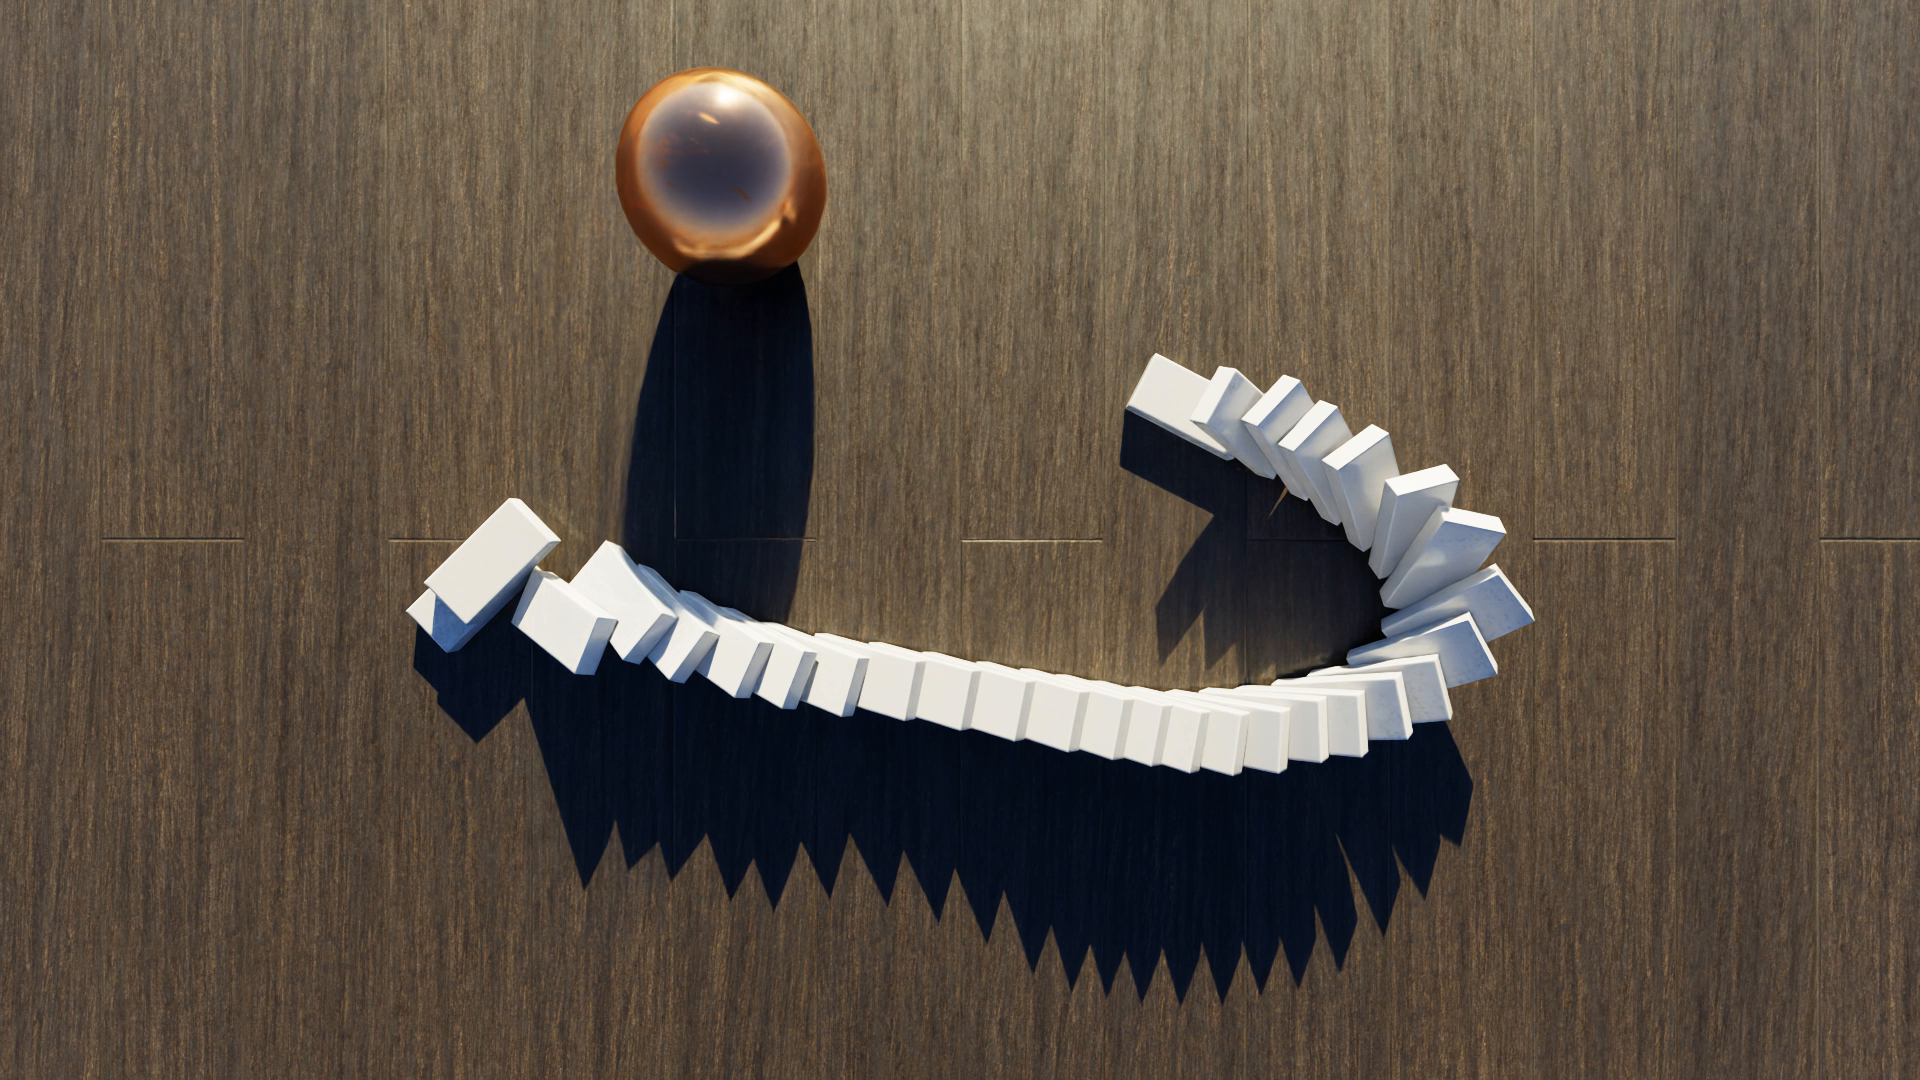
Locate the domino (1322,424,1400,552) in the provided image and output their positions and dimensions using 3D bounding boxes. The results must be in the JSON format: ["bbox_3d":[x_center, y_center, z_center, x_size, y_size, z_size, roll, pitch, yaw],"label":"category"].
[{"bbox_3d":[0.170,-0.021,0.381,0.025,0.010,0.050,-35,126,0],"label":"domino"}]

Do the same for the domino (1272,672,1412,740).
[{"bbox_3d":[0.158,0.070,0.381,0.050,0.009,0.025,-11,91,38],"label":"domino"}]

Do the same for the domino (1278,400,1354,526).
[{"bbox_3d":[0.154,-0.031,0.382,0.025,0.009,0.050,-45,124,0],"label":"domino"}]

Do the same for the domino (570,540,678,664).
[{"bbox_3d":[-0.141,0.026,0.383,0.025,0.010,0.050,-49,60,2],"label":"domino"}]

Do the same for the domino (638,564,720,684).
[{"bbox_3d":[-0.125,0.034,0.384,0.050,0.010,0.025,37,90,29],"label":"domino"}]

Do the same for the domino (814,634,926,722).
[{"bbox_3d":[-0.040,0.057,0.385,0.050,0.009,0.025,11,90,26],"label":"domino"}]

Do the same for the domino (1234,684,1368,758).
[{"bbox_3d":[0.141,0.075,0.381,0.050,0.010,0.025,-4,90,38],"label":"domino"}]

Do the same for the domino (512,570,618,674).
[{"bbox_3d":[-0.166,0.034,0.382,0.050,0.009,0.025,25,94,32],"label":"domino"}]

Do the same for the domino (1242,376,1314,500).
[{"bbox_3d":[0.140,-0.042,0.382,0.025,0.010,0.050,-46,124,0],"label":"domino"}]

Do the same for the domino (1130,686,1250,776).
[{"bbox_3d":[0.093,0.079,0.381,0.050,0.009,0.025,8,91,38],"label":"domino"}]

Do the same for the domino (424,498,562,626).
[{"bbox_3d":[-0.196,0.009,0.386,0.050,0.009,0.025,-45,90,0],"label":"domino"}]

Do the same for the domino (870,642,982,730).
[{"bbox_3d":[-0.017,0.061,0.384,0.050,0.010,0.025,11,90,27],"label":"domino"}]

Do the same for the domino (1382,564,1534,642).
[{"bbox_3d":[0.206,0.033,0.381,0.050,0.010,0.025,-37,97,33],"label":"domino"}]

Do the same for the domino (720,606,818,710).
[{"bbox_3d":[-0.085,0.049,0.383,0.050,0.010,0.025,22,91,30],"label":"domino"}]

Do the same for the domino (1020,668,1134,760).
[{"bbox_3d":[0.046,0.072,0.381,0.050,0.010,0.025,11,90,38],"label":"domino"}]

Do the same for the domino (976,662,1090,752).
[{"bbox_3d":[0.028,0.069,0.382,0.050,0.010,0.025,11,90,35],"label":"domino"}]

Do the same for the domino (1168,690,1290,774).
[{"bbox_3d":[0.110,0.079,0.381,0.050,0.010,0.025,4,92,38],"label":"domino"}]

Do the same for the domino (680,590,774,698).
[{"bbox_3d":[-0.103,0.043,0.383,0.050,0.009,0.025,26,93,29],"label":"domino"}]

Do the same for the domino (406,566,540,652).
[{"bbox_3d":[-0.210,0.022,0.395,0.050,0.009,0.025,-44,90,0],"label":"domino"}]

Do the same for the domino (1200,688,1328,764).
[{"bbox_3d":[0.125,0.076,0.381,0.050,0.009,0.025,-2,90,38],"label":"domino"}]

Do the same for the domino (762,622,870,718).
[{"bbox_3d":[-0.064,0.054,0.385,0.050,0.010,0.025,16,90,25],"label":"domino"}]

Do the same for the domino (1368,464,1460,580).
[{"bbox_3d":[0.187,-0.007,0.379,0.025,0.009,0.050,-15,135,0],"label":"domino"}]

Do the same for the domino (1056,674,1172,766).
[{"bbox_3d":[0.061,0.074,0.381,0.050,0.010,0.025,11,90,38],"label":"domino"}]

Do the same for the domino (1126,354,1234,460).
[{"bbox_3d":[0.100,-0.057,0.395,0.050,0.010,0.025,27,90,0],"label":"domino"}]

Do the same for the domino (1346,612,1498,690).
[{"bbox_3d":[0.192,0.051,0.382,0.050,0.010,0.025,-27,92,34],"label":"domino"}]

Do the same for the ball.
[{"bbox_3d":[-0.093,-0.141,0.360,0.080,0.080,0.080,0,90,0],"label":"ball"}]

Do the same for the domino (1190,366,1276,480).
[{"bbox_3d":[0.120,-0.048,0.382,0.050,0.009,0.025,29,90,-33],"label":"domino"}]

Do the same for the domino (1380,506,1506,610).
[{"bbox_3d":[0.199,0.010,0.379,0.025,0.010,0.050,12,132,-2],"label":"domino"}]

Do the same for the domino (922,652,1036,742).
[{"bbox_3d":[0.005,0.065,0.383,0.050,0.010,0.025,11,90,30],"label":"domino"}]

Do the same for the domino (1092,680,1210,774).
[{"bbox_3d":[0.076,0.077,0.381,0.050,0.010,0.025,11,90,38],"label":"domino"}]

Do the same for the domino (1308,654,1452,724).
[{"bbox_3d":[0.175,0.064,0.382,0.050,0.010,0.025,-14,90,33],"label":"domino"}]
